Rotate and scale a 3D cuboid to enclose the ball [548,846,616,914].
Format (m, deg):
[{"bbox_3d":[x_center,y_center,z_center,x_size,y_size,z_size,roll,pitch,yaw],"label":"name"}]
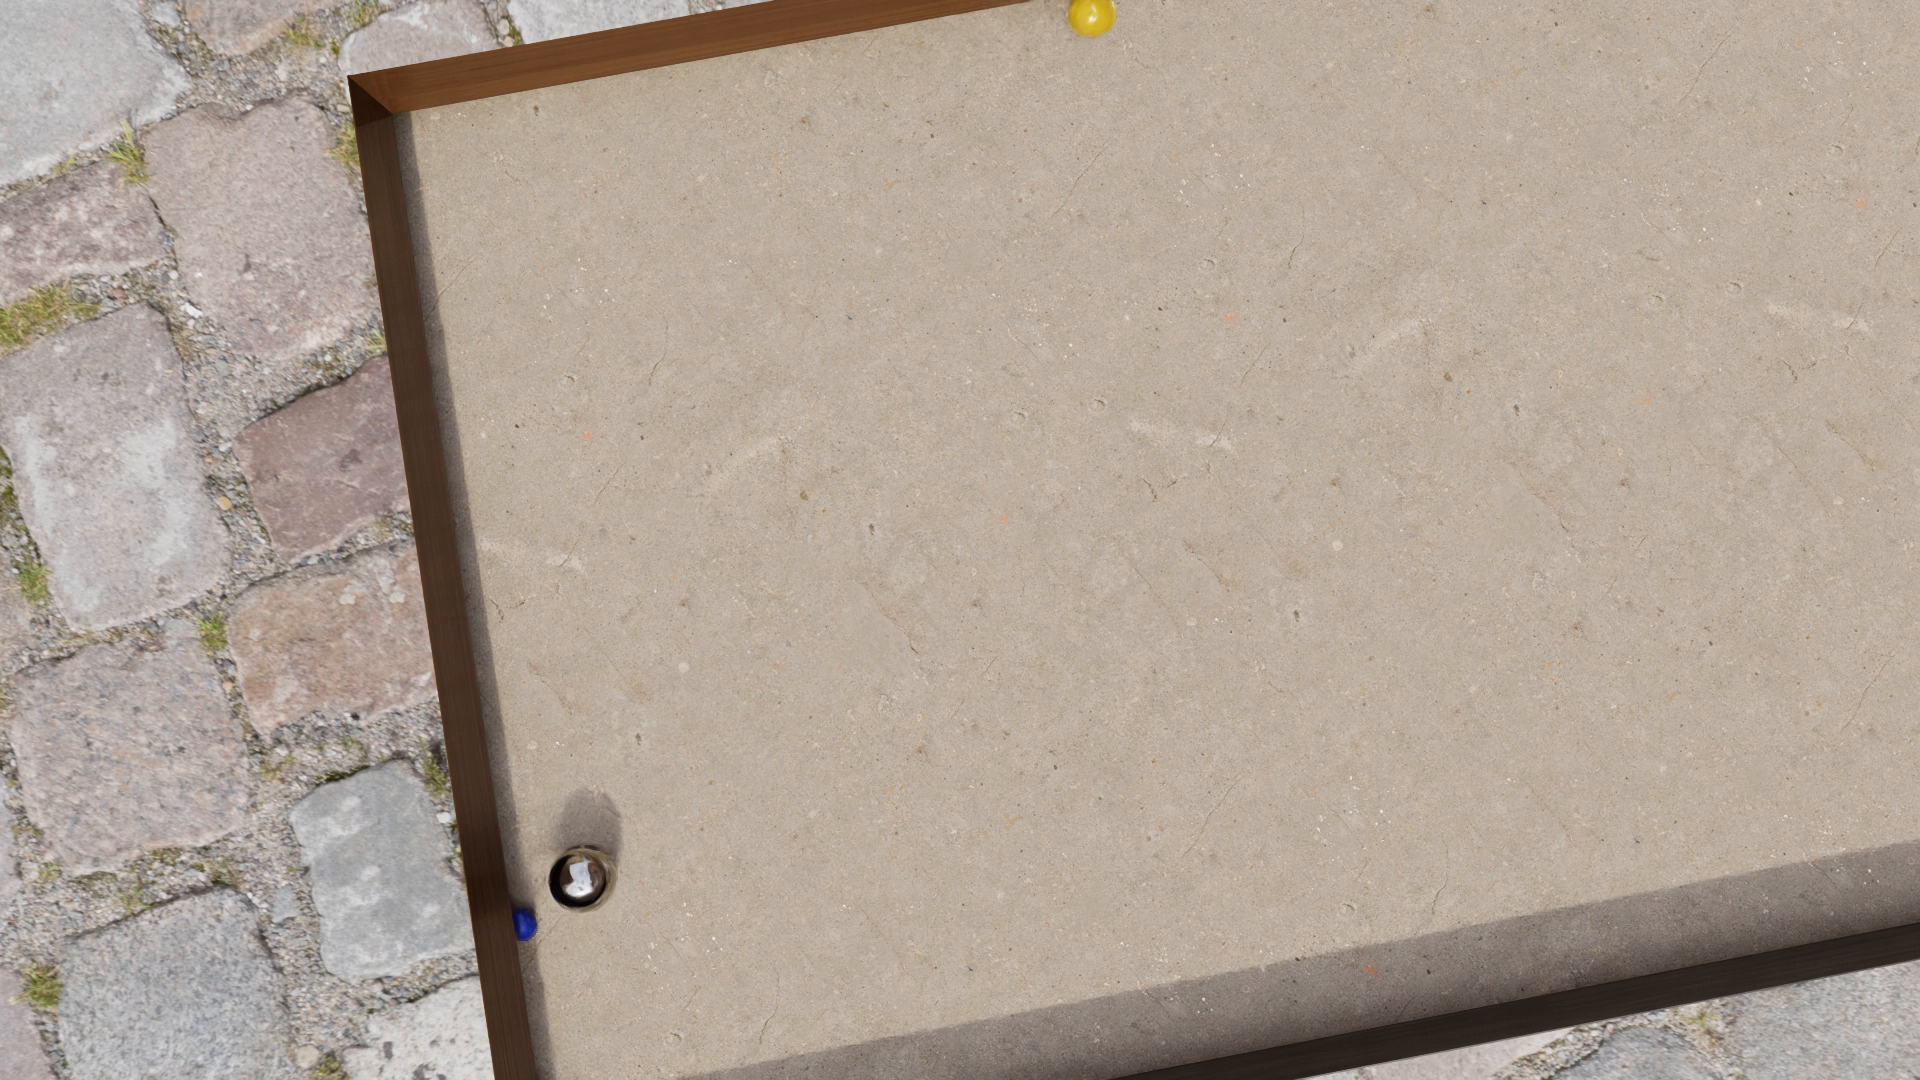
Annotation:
[{"bbox_3d":[-0.546,0.491,3.183,0.098,0.098,0.098,0,80,0],"label":"ball"}]

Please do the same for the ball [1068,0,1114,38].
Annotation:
[{"bbox_3d":[0.204,-0.821,3.429,0.072,0.072,0.072,0,80,0],"label":"ball"}]

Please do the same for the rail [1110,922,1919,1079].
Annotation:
[{"bbox_3d":[0.920,0.656,3.138,3.122,0.127,0.045,-10,80,-2],"label":"rail"}]

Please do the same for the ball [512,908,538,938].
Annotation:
[{"bbox_3d":[-0.637,0.558,3.199,0.044,0.044,0.044,0,80,0],"label":"ball"}]

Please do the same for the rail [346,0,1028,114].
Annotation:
[{"bbox_3d":[0.613,-0.951,3.423,3.122,0.127,0.045,-10,80,-2],"label":"rail"}]

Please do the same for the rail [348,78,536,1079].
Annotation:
[{"bbox_3d":[-0.744,0.132,3.231,0.045,0.127,1.708,-10,80,-2],"label":"rail"}]
